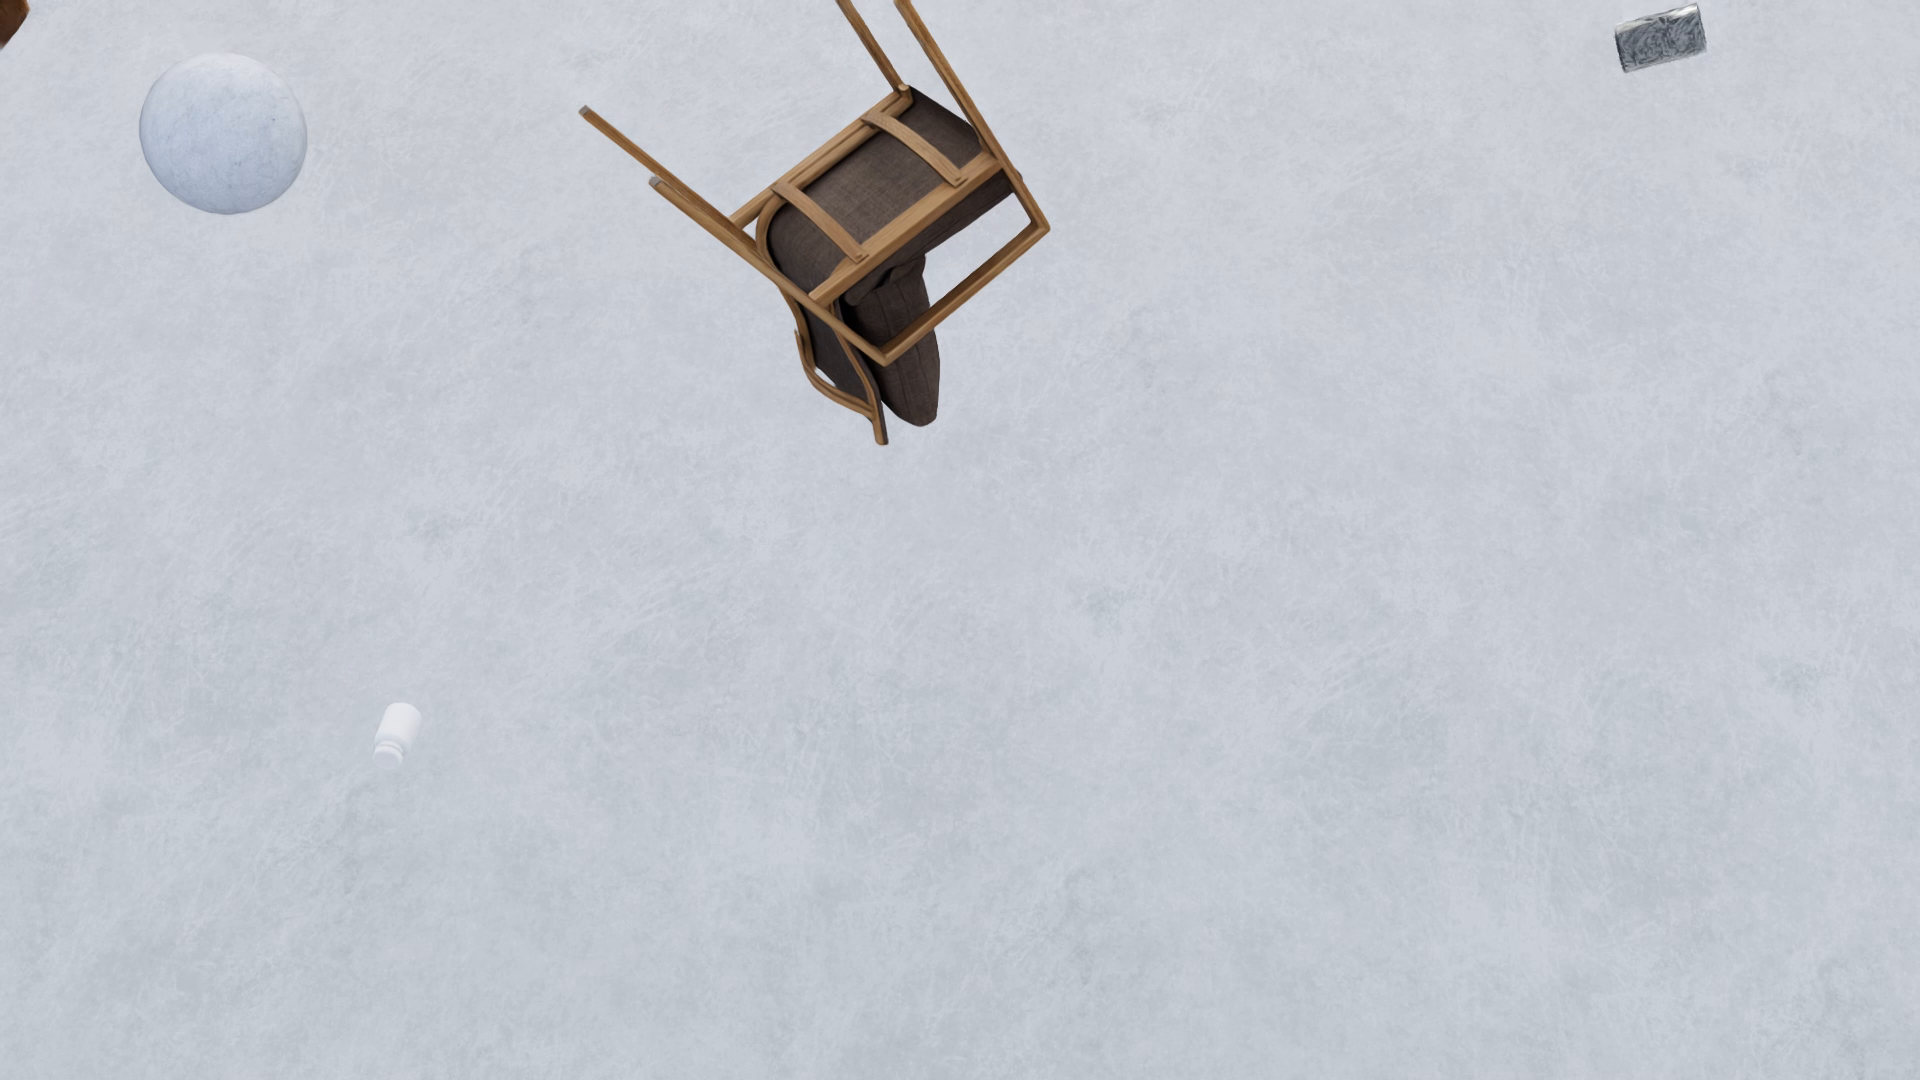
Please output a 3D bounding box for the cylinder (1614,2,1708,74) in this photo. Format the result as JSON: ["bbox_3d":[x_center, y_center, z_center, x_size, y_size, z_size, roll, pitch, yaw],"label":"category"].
[{"bbox_3d":[1.641,-1.175,5.150,0.188,0.179,0.116,-11,92,22],"label":"cylinder"}]

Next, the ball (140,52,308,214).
[{"bbox_3d":[-1.085,-0.599,3.243,0.236,0.236,0.236,0,56,0],"label":"ball"}]
